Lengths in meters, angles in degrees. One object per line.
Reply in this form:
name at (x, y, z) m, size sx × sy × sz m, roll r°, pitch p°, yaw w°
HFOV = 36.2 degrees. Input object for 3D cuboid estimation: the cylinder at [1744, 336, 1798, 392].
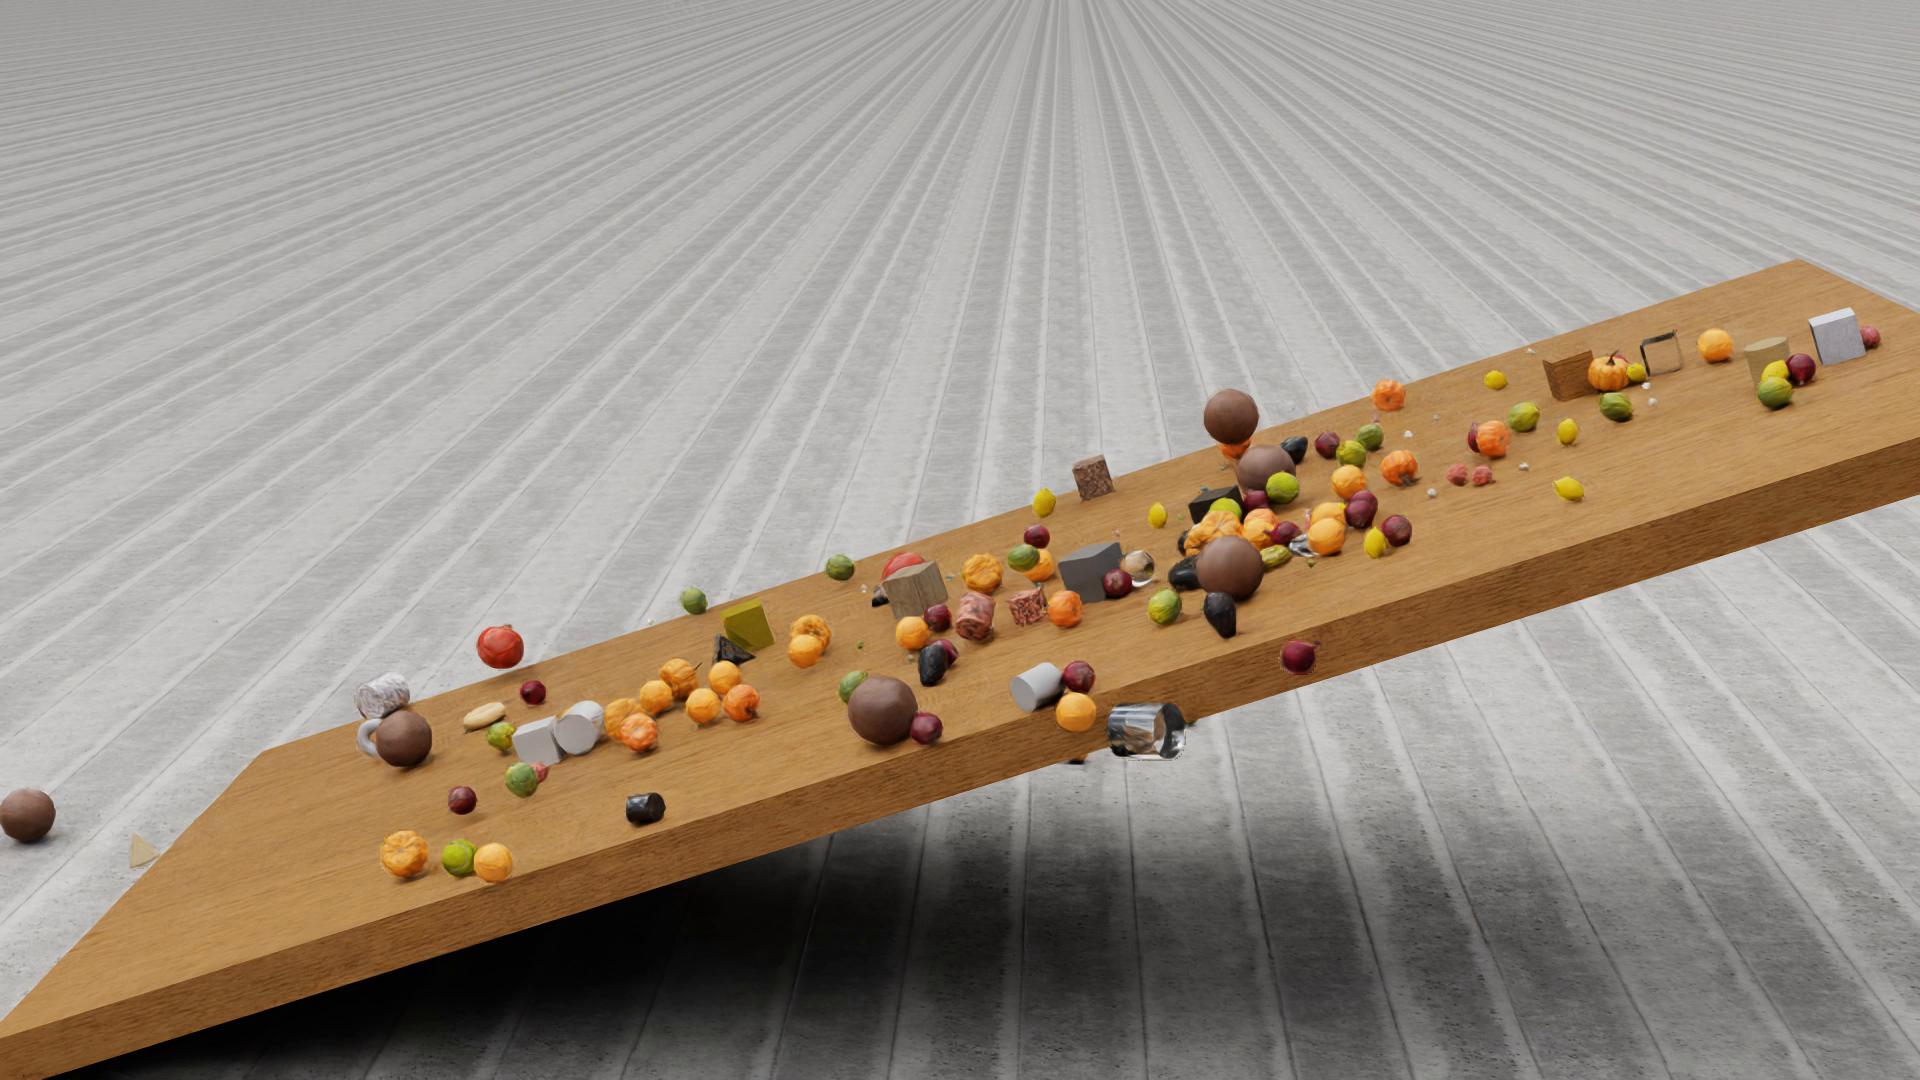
cylinder at (1.623, -0.352, 5.884) m, size 0.085 × 0.085 × 0.085 m, roll -18°, pitch 11°, yaw 4°

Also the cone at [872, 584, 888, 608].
cone at (-0.169, 0.131, 6.694) m, size 0.054 × 0.054 × 0.054 m, roll 9°, pitch 12°, yaw 2°

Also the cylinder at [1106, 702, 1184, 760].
cylinder at (0.326, 0.334, 5.163) m, size 0.098 × 0.098 × 0.098 m, roll -1°, pitch 9°, yaw 38°

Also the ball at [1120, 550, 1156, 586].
ball at (0.363, 0.057, 6.014) m, size 0.075 × 0.075 × 0.075 m, roll 0°, pitch 12°, yaw 0°

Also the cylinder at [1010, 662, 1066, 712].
cylinder at (0.141, 0.267, 5.347) m, size 0.070 × 0.070 × 0.070 m, roll -26°, pitch 24°, yaw -32°

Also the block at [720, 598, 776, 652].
block at (-0.484, 0.200, 6.695) m, size 0.096 × 0.096 × 0.096 m, roll -19°, pitch 11°, yaw -3°

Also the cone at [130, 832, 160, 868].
cone at (-1.855, 0.691, 6.640) m, size 0.074 × 0.074 × 0.074 m, roll -20°, pitch 10°, yaw 4°

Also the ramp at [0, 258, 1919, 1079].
ramp at (0.105, 0.181, 6.307) m, size 4.000 × 0.100 × 2.000 m, roll -18°, pitch 11°, yaw 6°

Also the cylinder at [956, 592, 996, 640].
cylinder at (0.031, 0.156, 6.003) m, size 0.071 × 0.071 × 0.071 m, roll 3°, pitch 50°, yaw 12°

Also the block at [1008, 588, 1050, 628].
block at (0.142, 0.138, 6.035) m, size 0.057 × 0.057 × 0.057 m, roll -14°, pitch 12°, yaw 25°

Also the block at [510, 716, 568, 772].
block at (-0.893, 0.434, 6.255) m, size 0.082 × 0.082 × 0.082 m, roll -17°, pitch 11°, yaw 8°

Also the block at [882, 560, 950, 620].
block at (-0.097, 0.111, 6.481) m, size 0.093 × 0.093 × 0.093 m, roll -13°, pitch 12°, yaw 29°

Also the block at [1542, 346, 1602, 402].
block at (1.335, -0.363, 6.419) m, size 0.090 × 0.090 × 0.090 m, roll -19°, pitch 11°, yaw 0°

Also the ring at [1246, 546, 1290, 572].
ring at (0.609, 0.037, 5.814) m, size 0.091 × 0.030 × 0.091 m, roll -20°, pitch 10°, yaw 4°

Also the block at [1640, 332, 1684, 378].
block at (1.515, -0.400, 6.349) m, size 0.071 × 0.071 × 0.071 m, roll -14°, pitch 12°, yaw 23°

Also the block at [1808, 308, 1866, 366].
block at (1.767, -0.409, 5.925) m, size 0.085 × 0.085 × 0.085 m, roll -16°, pitch 11°, yaw 13°

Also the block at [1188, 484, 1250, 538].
block at (0.549, -0.058, 6.249) m, size 0.084 × 0.084 × 0.084 m, roll -12°, pitch 13°, yaw 32°

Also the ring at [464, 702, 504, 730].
ring at (-1.110, 0.411, 6.866) m, size 0.103 × 0.034 × 0.103 m, roll -21°, pitch 12°, yaw 5°

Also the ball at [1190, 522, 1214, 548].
ball at (0.508, -0.010, 6.165) m, size 0.052 × 0.052 × 0.052 m, roll 0°, pitch 12°, yaw 0°

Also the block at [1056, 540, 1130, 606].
block at (0.277, 0.068, 6.050) m, size 0.096 × 0.096 × 0.096 m, roll -9°, pitch 14°, yaw 41°

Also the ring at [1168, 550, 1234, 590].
ring at (0.481, 0.060, 5.874) m, size 0.139 × 0.046 × 0.139 m, roll -19°, pitch 11°, yaw 4°

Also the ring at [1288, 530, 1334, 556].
ring at (0.695, 0.007, 5.815) m, size 0.095 × 0.032 × 0.095 m, roll -17°, pitch 12°, yaw 4°
